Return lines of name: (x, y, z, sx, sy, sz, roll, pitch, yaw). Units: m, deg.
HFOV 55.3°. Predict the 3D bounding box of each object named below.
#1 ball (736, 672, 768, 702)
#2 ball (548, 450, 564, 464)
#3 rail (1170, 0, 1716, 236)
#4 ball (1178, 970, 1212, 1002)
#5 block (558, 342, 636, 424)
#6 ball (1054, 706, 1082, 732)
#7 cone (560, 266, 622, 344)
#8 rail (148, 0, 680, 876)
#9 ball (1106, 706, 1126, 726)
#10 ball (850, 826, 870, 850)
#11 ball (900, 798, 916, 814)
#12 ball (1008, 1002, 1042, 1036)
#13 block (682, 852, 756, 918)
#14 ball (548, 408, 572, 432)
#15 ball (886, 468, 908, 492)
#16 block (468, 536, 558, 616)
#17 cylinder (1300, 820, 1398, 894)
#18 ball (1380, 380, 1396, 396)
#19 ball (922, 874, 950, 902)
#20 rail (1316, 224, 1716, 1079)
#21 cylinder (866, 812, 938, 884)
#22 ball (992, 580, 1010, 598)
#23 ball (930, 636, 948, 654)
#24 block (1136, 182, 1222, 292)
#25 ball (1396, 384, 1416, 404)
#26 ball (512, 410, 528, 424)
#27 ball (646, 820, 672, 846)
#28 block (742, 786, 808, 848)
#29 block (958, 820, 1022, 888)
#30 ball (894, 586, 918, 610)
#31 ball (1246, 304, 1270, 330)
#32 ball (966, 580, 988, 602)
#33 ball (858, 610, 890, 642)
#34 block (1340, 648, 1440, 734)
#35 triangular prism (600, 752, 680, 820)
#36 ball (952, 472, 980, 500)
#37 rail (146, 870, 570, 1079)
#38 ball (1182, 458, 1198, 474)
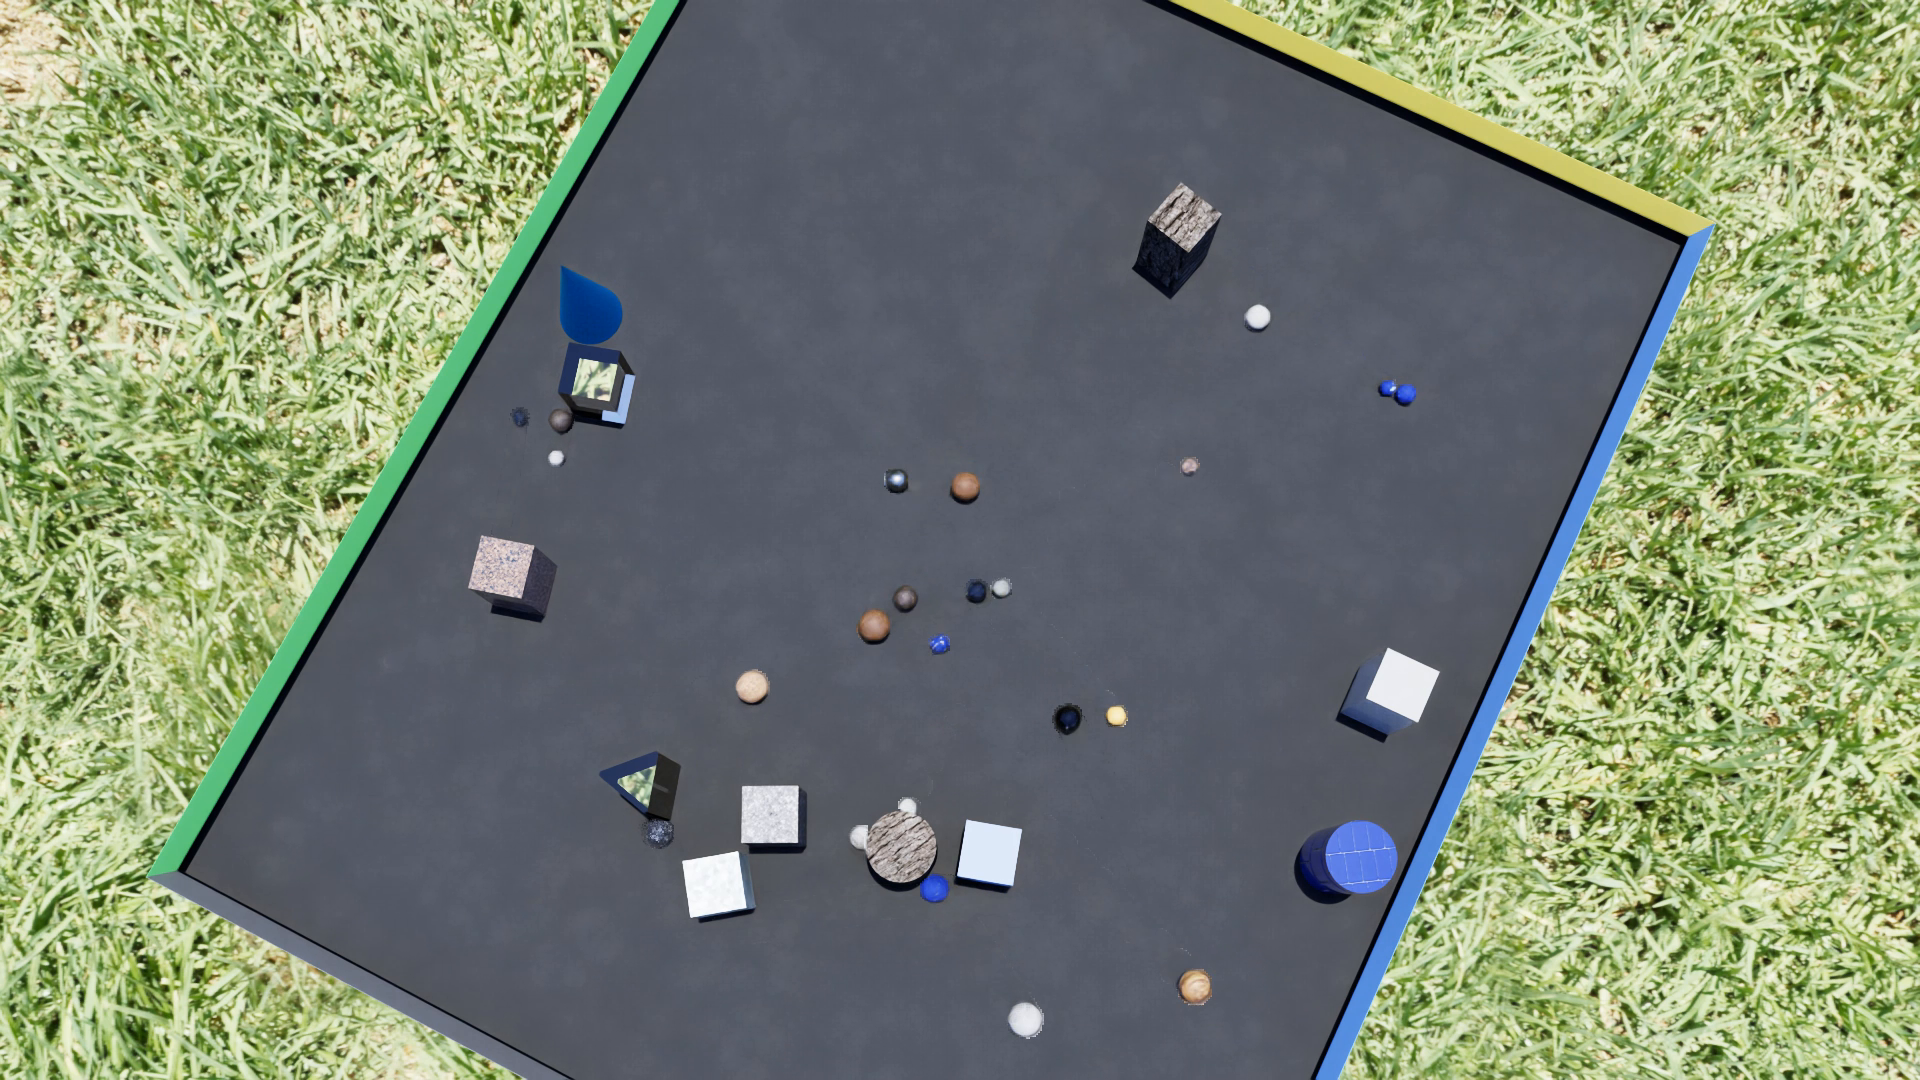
ball: (-0.621, 0.440, 5.478, 0.094, 0.094, 0.094, 0, 78, 0)
ball: (-1.243, -0.254, 5.646, 0.046, 0.046, 0.046, 0, 78, 0)
rail: (0.859, -1.675, 5.897, 3.307, 0.128, 0.045, 26, 80, 5)
ball: (0.679, 1.291, 5.302, 0.093, 0.093, 0.093, 0, 78, 0)
block: (-1.105, -0.476, 5.584, 0.157, 0.256, 0.157, 10, 78, 2)
ball: (0.322, 0.533, 5.466, 0.079, 0.079, 0.079, 0, 78, 0)
cone: (-1.160, -0.754, 5.545, 0.197, 0.446, 0.197, 0, 78, 0)
rail: (-1.458, -0.707, 5.697, 0.045, 0.128, 3.888, 26, 80, 5)
ball: (0.467, 0.526, 5.478, 0.057, 0.057, 0.057, 0, 78, 0)
ball: (-0.291, 0.878, 5.401, 0.066, 0.066, 0.066, 0, 78, 0)
ball: (-0.154, 0.789, 5.401, 0.052, 0.052, 0.052, 0, 78, 0)
ball: (0.187, 1.381, 5.282, 0.095, 0.095, 0.095, 0, 78, 0)
block: (-0.692, 0.995, 5.283, 0.157, 0.250, 0.157, -10, 78, -2)
ball: (-1.235, -0.370, 5.658, 0.069, 0.069, 0.069, 0, 78, 0)
ball: (-0.192, -0.184, 5.619, 0.069, 0.069, 0.069, 0, 78, 0)
block: (-1.322, 0.109, 5.435, 0.157, 0.311, 0.157, 11, 79, 2)
cylinder: (1.102, 0.910, 5.225, 0.197, 0.398, 0.197, 0, 78, 0)
ball: (1.329, -0.473, 5.690, 0.048, 0.048, 0.048, 0, 78, 0)
ball: (-0.072, 1.020, 5.364, 0.080, 0.080, 0.080, 0, 78, 0)
rail: (1.458, 0.720, 5.401, 0.045, 0.128, 3.888, 26, 80, 5)
cylinder: (-0.164, 0.888, 5.269, 0.197, 0.320, 0.197, 0, 78, 0)
ball: (0.126, 0.147, 5.559, 0.053, 0.053, 0.053, 0, 78, 0)
ball: (-0.062, 0.315, 5.524, 0.054, 0.054, 0.054, 0, 78, 0)
block: (0.669, -0.925, 5.627, 0.157, 0.354, 0.157, 40, 81, 8)
ball: (1.383, -0.453, 5.679, 0.061, 0.061, 0.061, 0, 78, 0)
ball: (-1.362, -0.381, 5.672, 0.045, 0.045, 0.045, 0, 78, 0)
ball: (-0.887, 0.863, 5.397, 0.079, 0.079, 0.079, 0, 78, 0)
block: (-0.534, 0.801, 5.296, 0.157, 0.303, 0.157, 0, 78, 0)
block: (0.083, 0.907, 5.286, 0.157, 0.280, 0.157, 9, 78, 2)
ball: (-0.165, 0.174, 5.542, 0.075, 0.075, 0.075, 0, 78, 0)
ball: (0.932, -0.696, 5.722, 0.075, 0.075, 0.075, 0, 78, 0)
ball: (0.051, 0.155, 5.552, 0.063, 0.063, 0.063, 0, 78, 0)
ball: (-0.257, 0.257, 5.513, 0.098, 0.098, 0.098, 0, 78, 0)
block: (1.247, 0.445, 5.337, 0.157, 0.366, 0.157, 25, 79, 5)
triangular prism: (-0.883, 0.684, 5.262, 0.170, 0.417, 0.148, 39, 81, 7)
ball: (0.018, -0.164, 5.605, 0.090, 0.090, 0.090, 0, 78, 0)
rail: (-0.859, 1.689, 5.201, 3.307, 0.128, 0.045, 26, 80, 5)
ball: (0.706, -0.225, 5.639, 0.048, 0.048, 0.048, 0, 78, 0)
